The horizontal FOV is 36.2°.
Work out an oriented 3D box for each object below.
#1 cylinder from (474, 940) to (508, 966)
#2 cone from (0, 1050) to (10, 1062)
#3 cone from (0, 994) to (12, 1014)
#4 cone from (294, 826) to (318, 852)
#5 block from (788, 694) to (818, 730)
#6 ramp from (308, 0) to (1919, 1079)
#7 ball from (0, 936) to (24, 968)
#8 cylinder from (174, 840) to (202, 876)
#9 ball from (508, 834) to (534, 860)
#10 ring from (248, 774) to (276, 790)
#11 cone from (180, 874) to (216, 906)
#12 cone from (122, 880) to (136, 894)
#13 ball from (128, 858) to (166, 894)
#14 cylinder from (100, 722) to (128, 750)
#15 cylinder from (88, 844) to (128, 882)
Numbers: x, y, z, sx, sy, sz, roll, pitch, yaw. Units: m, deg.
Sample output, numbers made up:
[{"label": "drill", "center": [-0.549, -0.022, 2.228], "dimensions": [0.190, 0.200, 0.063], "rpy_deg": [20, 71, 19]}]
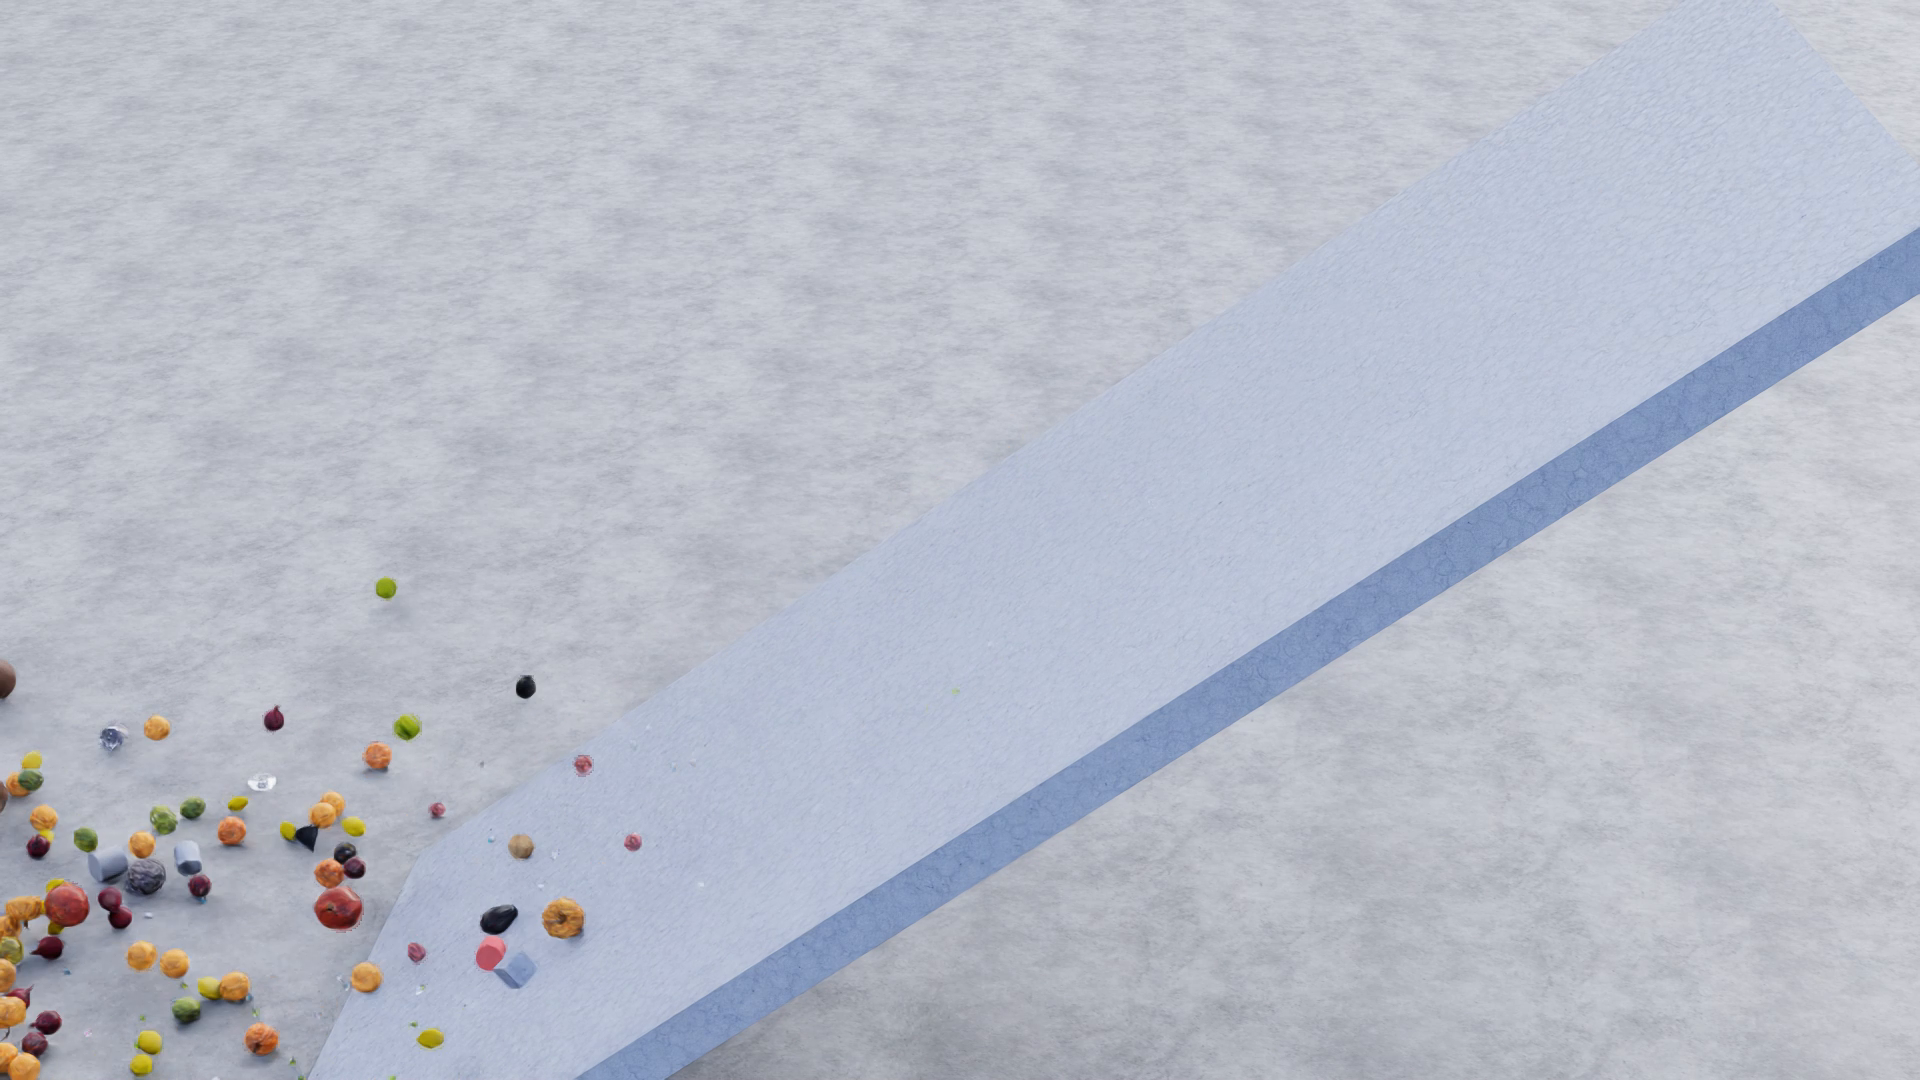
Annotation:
[{"label": "cylinder", "center": [-1.043, 0.918, 6.536], "dimensions": [0.058, 0.058, 0.058], "rpy_deg": [6, -8, 14]}, {"label": "cone", "center": [-2.285, 1.226, 6.989], "dimensions": [0.060, 0.060, 0.060], "rpy_deg": [26, 21, -8]}, {"label": "cone", "center": [-2.335, 1.141, 7.167], "dimensions": [0.052, 0.052, 0.052], "rpy_deg": [7, 44, -7]}, {"label": "cone", "center": [-1.763, 0.820, 7.976], "dimensions": [0.065, 0.065, 0.065], "rpy_deg": [-10, 51, -24]}, {"label": "block", "center": [-0.351, 0.385, 6.576], "dimensions": [0.059, 0.059, 0.059], "rpy_deg": [2, 20, 4]}, {"label": "ramp", "center": [0.131, 0.178, 6.318], "dimensions": [4.000, 0.100, 2.000], "rpy_deg": [-34, 16, 16]}, {"label": "ball", "center": [-2.391, 1.035, 7.385], "dimensions": [0.080, 0.080, 0.080], "rpy_deg": [0, 22, 0]}, {"label": "cylinder", "center": [-2.053, 0.846, 7.817], "dimensions": [0.066, 0.066, 0.066], "rpy_deg": [-8, 49, -20]}, {"label": "ball", "center": [-1.059, 0.739, 7.089], "dimensions": [0.061, 0.061, 0.061], "rpy_deg": [0, 22, 0]}, {"label": "ring", "center": [-1.972, 0.684, 8.314], "dimensions": [0.077, 0.026, 0.077], "rpy_deg": [0, 23, 0]}, {"label": "cone", "center": [-1.987, 0.935, 7.696], "dimensions": [0.092, 0.092, 0.092], "rpy_deg": [-3, 19, 1]}, {"label": "cone", "center": [-2.183, 0.896, 7.757], "dimensions": [0.054, 0.054, 0.054], "rpy_deg": [2, 22, -1]}, {"label": "ball", "center": [-2.134, 0.882, 7.722], "dimensions": [0.095, 0.095, 0.095], "rpy_deg": [0, 22, 0]}, {"label": "cylinder", "center": [-2.452, 0.567, 8.529], "dimensions": [0.066, 0.066, 0.066], "rpy_deg": [0, 13, 0]}, {"label": "cylinder", "center": [-2.267, 0.859, 7.820], "dimensions": [0.076, 0.076, 0.076], "rpy_deg": [20, 29, 40]}]
